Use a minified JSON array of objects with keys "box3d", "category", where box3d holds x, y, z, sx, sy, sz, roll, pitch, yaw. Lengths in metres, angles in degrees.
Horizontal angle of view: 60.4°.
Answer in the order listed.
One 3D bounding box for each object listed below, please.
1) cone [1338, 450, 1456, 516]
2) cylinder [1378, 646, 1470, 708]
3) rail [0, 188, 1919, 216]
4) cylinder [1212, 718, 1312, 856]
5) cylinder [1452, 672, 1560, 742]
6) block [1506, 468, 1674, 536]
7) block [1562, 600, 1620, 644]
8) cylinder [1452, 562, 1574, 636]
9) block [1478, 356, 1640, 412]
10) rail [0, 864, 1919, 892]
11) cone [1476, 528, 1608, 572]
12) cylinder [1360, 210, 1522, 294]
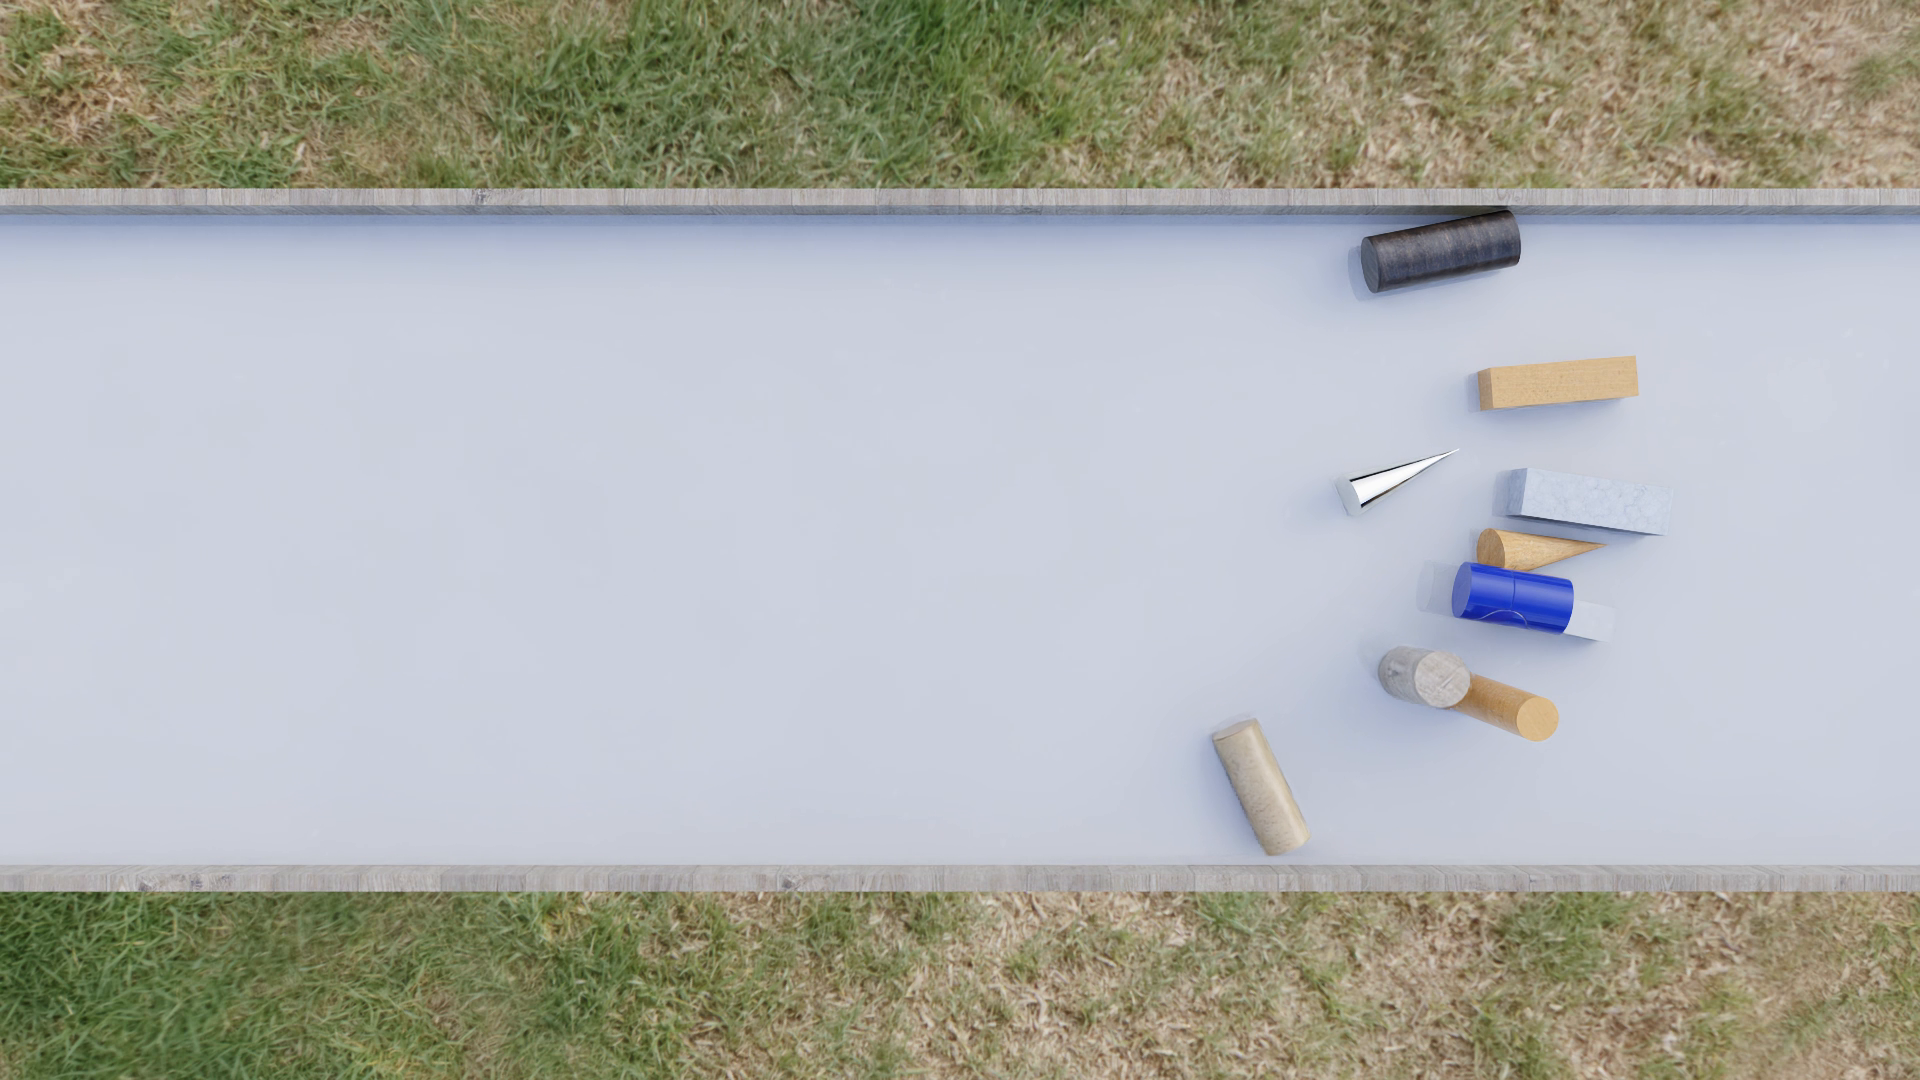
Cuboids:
[{"box3d":[1.359,-0.207,5.043,0.390,0.134,0.134,-22,90,-10],"category":"cone"},{"box3d":[1.374,0.402,4.899,0.162,0.347,0.162,0,89,-3],"category":"cylinder"},{"box3d":[-2.247,-1.025,5.002,12.000,0.150,0.050,0,90,0],"category":"rail"},{"box3d":[0.916,0.749,5.003,0.147,0.147,0.389,-25,90,0],"category":"cylinder"},{"box3d":[1.586,0.485,4.844,0.127,0.449,0.127,-1,95,-9],"category":"cylinder"},{"box3d":[1.907,-0.115,5.006,0.441,0.142,0.142,8,90,0],"category":"block"},{"box3d":[1.795,0.220,5.024,0.371,0.106,0.106,12,90,0],"category":"block"},{"box3d":[1.635,0.173,4.886,0.303,0.170,0.170,10,90,0],"category":"cylinder"},{"box3d":[1.816,-0.476,5.016,0.439,0.122,0.122,-5,90,0],"category":"block"},{"box3d":[-2.247,1.025,5.001,12.000,0.150,0.050,0,90,0],"category":"rail"},{"box3d":[1.803,0.030,5.036,0.401,0.164,0.164,-5,90,-12],"category":"cone"},{"box3d":[1.452,-0.872,4.991,0.433,0.172,0.172,-11,90,0],"category":"cylinder"}]
